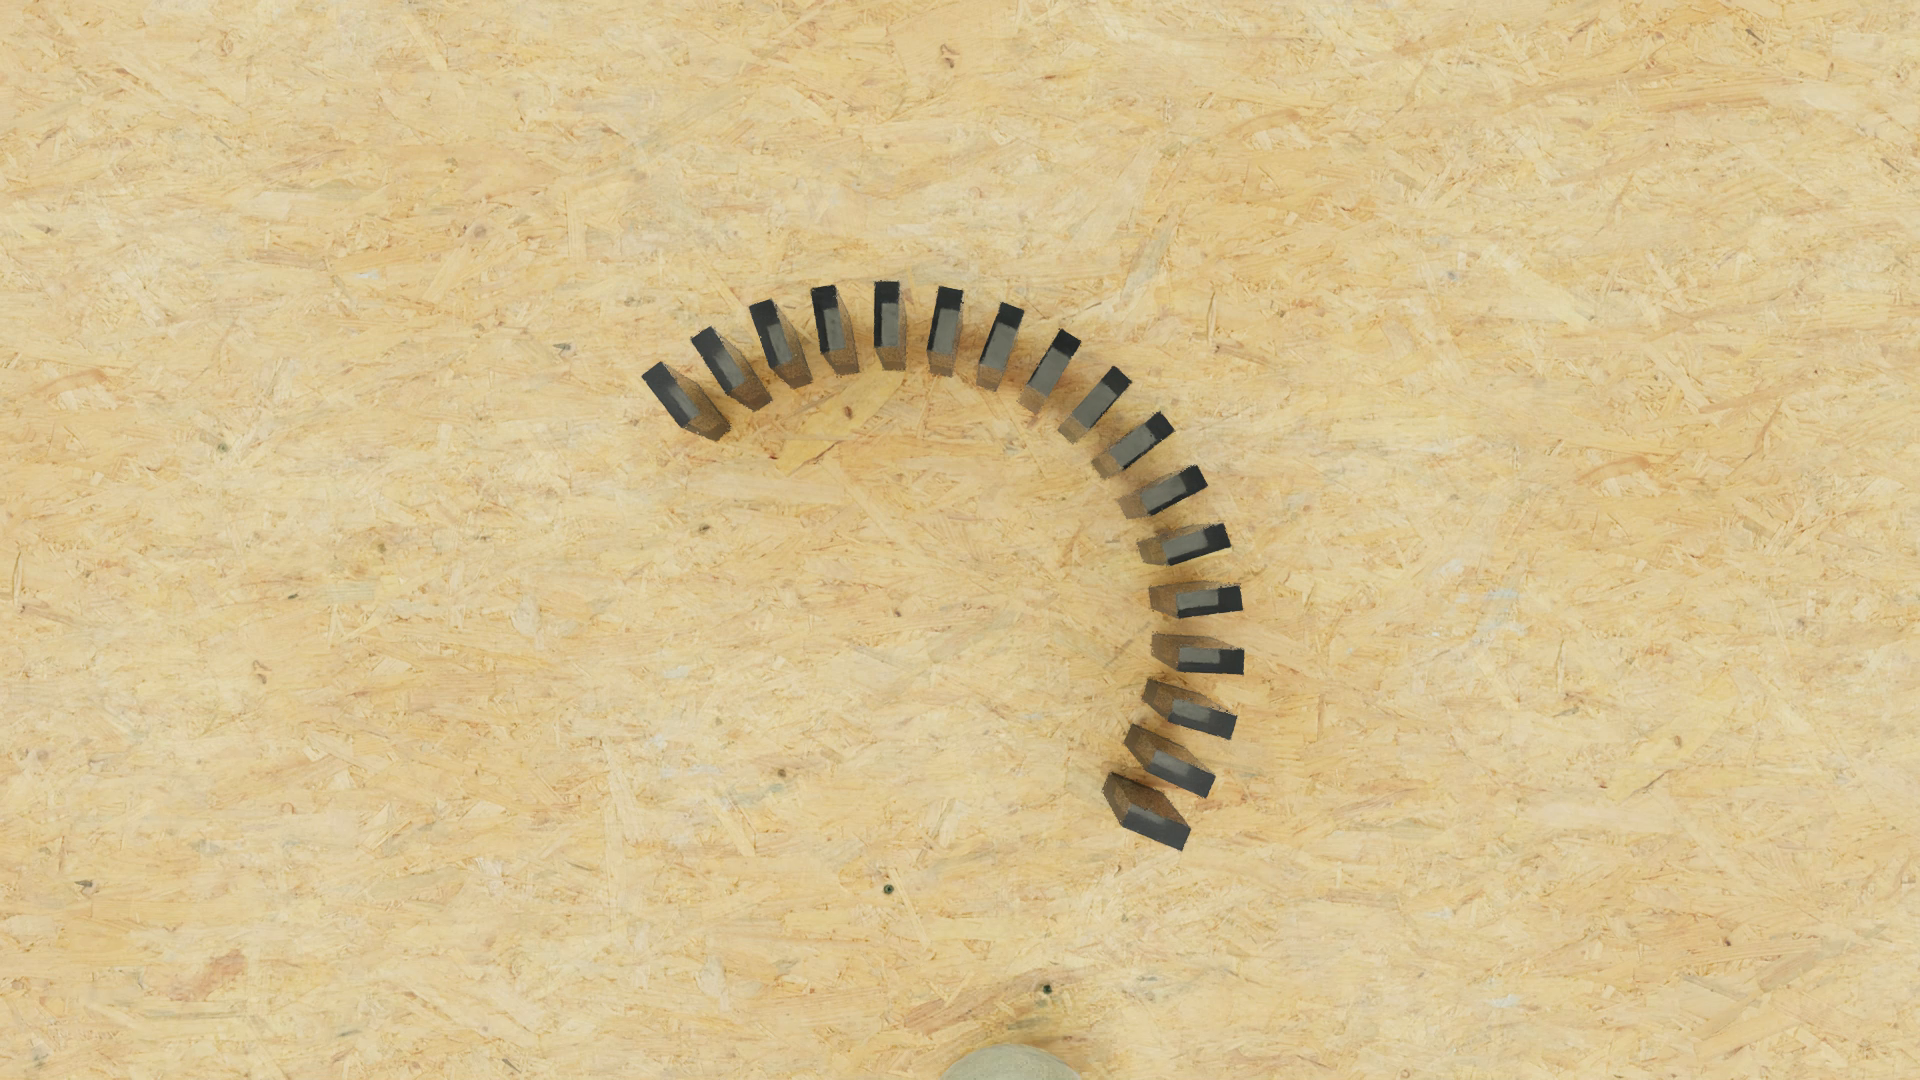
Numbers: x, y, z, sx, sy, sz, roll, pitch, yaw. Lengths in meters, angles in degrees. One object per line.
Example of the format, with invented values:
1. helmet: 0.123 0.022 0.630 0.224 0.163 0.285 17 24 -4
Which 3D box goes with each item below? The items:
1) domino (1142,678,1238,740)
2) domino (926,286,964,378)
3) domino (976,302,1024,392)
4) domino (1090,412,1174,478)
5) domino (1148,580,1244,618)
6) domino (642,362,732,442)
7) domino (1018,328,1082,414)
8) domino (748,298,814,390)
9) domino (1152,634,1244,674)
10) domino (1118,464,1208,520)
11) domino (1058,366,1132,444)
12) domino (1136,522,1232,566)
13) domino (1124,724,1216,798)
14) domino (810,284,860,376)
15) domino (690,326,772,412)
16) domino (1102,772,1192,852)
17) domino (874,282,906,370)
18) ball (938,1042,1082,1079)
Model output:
1. domino: 0.093 0.068 0.375 0.025 0.050 0.009 16 90 0
2. domino: -0.006 -0.084 0.375 0.010 0.050 0.025 11 90 0
3. domino: 0.016 -0.078 0.375 0.009 0.050 0.025 21 90 0
4. domino: 0.070 -0.038 0.375 0.025 0.050 0.009 -38 90 0
5. domino: 0.095 0.024 0.375 0.025 0.050 0.009 -7 90 0
6. domino: -0.111 -0.056 0.375 0.010 0.050 0.025 -38 90 0
7. domino: 0.036 -0.068 0.375 0.010 0.050 0.025 32 90 0
8. domino: -0.072 -0.079 0.375 0.009 0.050 0.025 -19 90 0
9. domino: 0.096 0.046 0.375 0.025 0.050 0.009 3 90 0
10. domino: 0.082 -0.019 0.375 0.025 0.050 0.010 -28 90 0
11. domino: 0.054 -0.054 0.375 0.010 0.050 0.025 42 90 0
12. domino: 0.090 0.002 0.375 0.025 0.050 0.009 -18 90 0
13. domino: 0.085 0.089 0.375 0.025 0.050 0.010 24 90 0
14. domino: -0.051 -0.085 0.375 0.010 0.050 0.025 -9 90 0
15. domino: -0.092 -0.069 0.375 0.009 0.050 0.025 -33 90 0
16. domino: 0.075 0.110 0.375 0.025 0.050 0.010 22 90 0
17. domino: -0.028 -0.086 0.375 0.010 0.050 0.025 1 90 0
18. ball: 0.020 0.243 0.360 0.080 0.080 0.080 0 90 0
